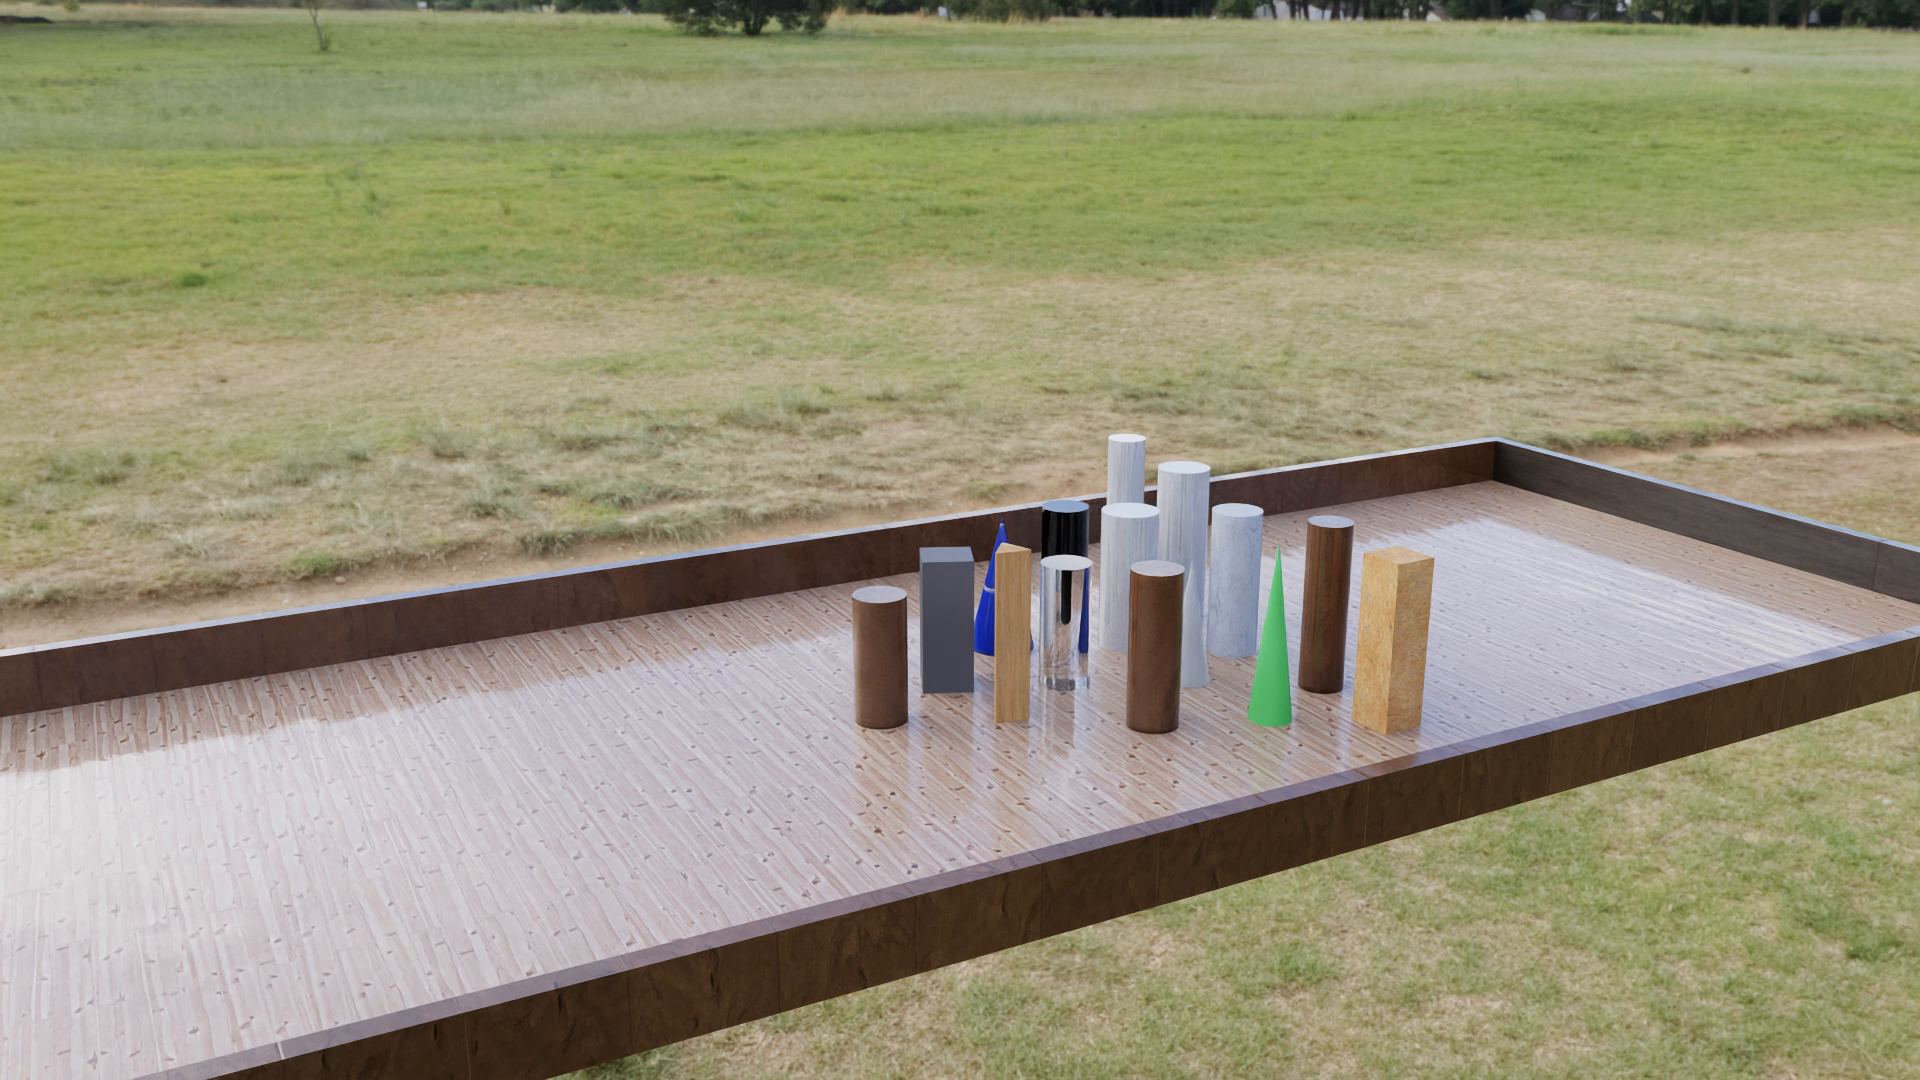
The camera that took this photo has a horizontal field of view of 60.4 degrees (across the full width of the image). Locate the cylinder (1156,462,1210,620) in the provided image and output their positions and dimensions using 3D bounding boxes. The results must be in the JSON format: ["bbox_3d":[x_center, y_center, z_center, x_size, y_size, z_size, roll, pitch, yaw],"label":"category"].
[{"bbox_3d":[0.613,0.007,4.570,0.142,0.429,0.142,0,16,0],"label":"cylinder"}]

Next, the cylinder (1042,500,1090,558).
[{"bbox_3d":[0.294,0.054,4.625,0.132,0.309,0.132,0,16,0],"label":"cylinder"}]

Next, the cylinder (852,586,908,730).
[{"bbox_3d":[-0.186,0.275,3.867,0.128,0.311,0.128,0,16,0],"label":"cylinder"}]

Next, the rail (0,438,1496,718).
[{"bbox_3d":[-3.305,0.497,3.399,12.000,0.150,0.050,-9,18,-27],"label":"rail"}]

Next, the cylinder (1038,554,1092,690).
[{"bbox_3d":[0.262,0.205,4.100,0.128,0.313,0.128,0,16,0],"label":"cylinder"}]

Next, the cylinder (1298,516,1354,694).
[{"bbox_3d":[0.899,0.159,4.057,0.111,0.426,0.111,0,16,0],"label":"cylinder"}]

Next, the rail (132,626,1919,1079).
[{"bbox_3d":[-2.336,1.006,1.665,12.000,0.150,0.050,-9,18,-27],"label":"rail"}]

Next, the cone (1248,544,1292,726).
[{"bbox_3d":[0.736,0.212,3.857,0.106,0.437,0.106,0,16,0],"label":"cone"}]

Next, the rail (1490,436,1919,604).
[{"bbox_3d":[2.466,-0.048,5.253,0.050,0.150,2.100,-9,18,-27],"label":"rail"}]

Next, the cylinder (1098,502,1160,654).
[{"bbox_3d":[0.446,0.099,4.362,0.153,0.369,0.153,0,16,0],"label":"cylinder"}]

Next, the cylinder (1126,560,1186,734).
[{"bbox_3d":[0.452,0.249,3.828,0.125,0.384,0.125,0,16,0],"label":"cylinder"}]

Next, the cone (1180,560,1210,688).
[{"bbox_3d":[0.574,0.199,4.110,0.109,0.320,0.109,0,16,0],"label":"cone"}]

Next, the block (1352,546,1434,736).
[{"bbox_3d":[1.004,0.232,3.831,0.111,0.413,0.111,-9,19,-29],"label":"block"}]

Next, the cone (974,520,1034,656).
[{"bbox_3d":[0.110,0.110,4.347,0.176,0.357,0.176,0,16,0],"label":"cone"}]

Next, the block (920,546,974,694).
[{"bbox_3d":[-0.033,0.197,4.083,0.126,0.338,0.126,-1,16,-4],"label":"block"}]

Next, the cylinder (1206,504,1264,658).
[{"bbox_3d":[0.718,0.106,4.316,0.131,0.383,0.131,0,16,0],"label":"cylinder"}]

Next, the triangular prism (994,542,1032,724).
[{"bbox_3d":[0.111,0.217,3.874,0.087,0.419,0.075,-5,17,-18],"label":"triangular prism"}]

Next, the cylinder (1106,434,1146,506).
[{"bbox_3d":[0.484,-0.081,4.837,0.109,0.447,0.109,0,16,0],"label":"cylinder"}]
